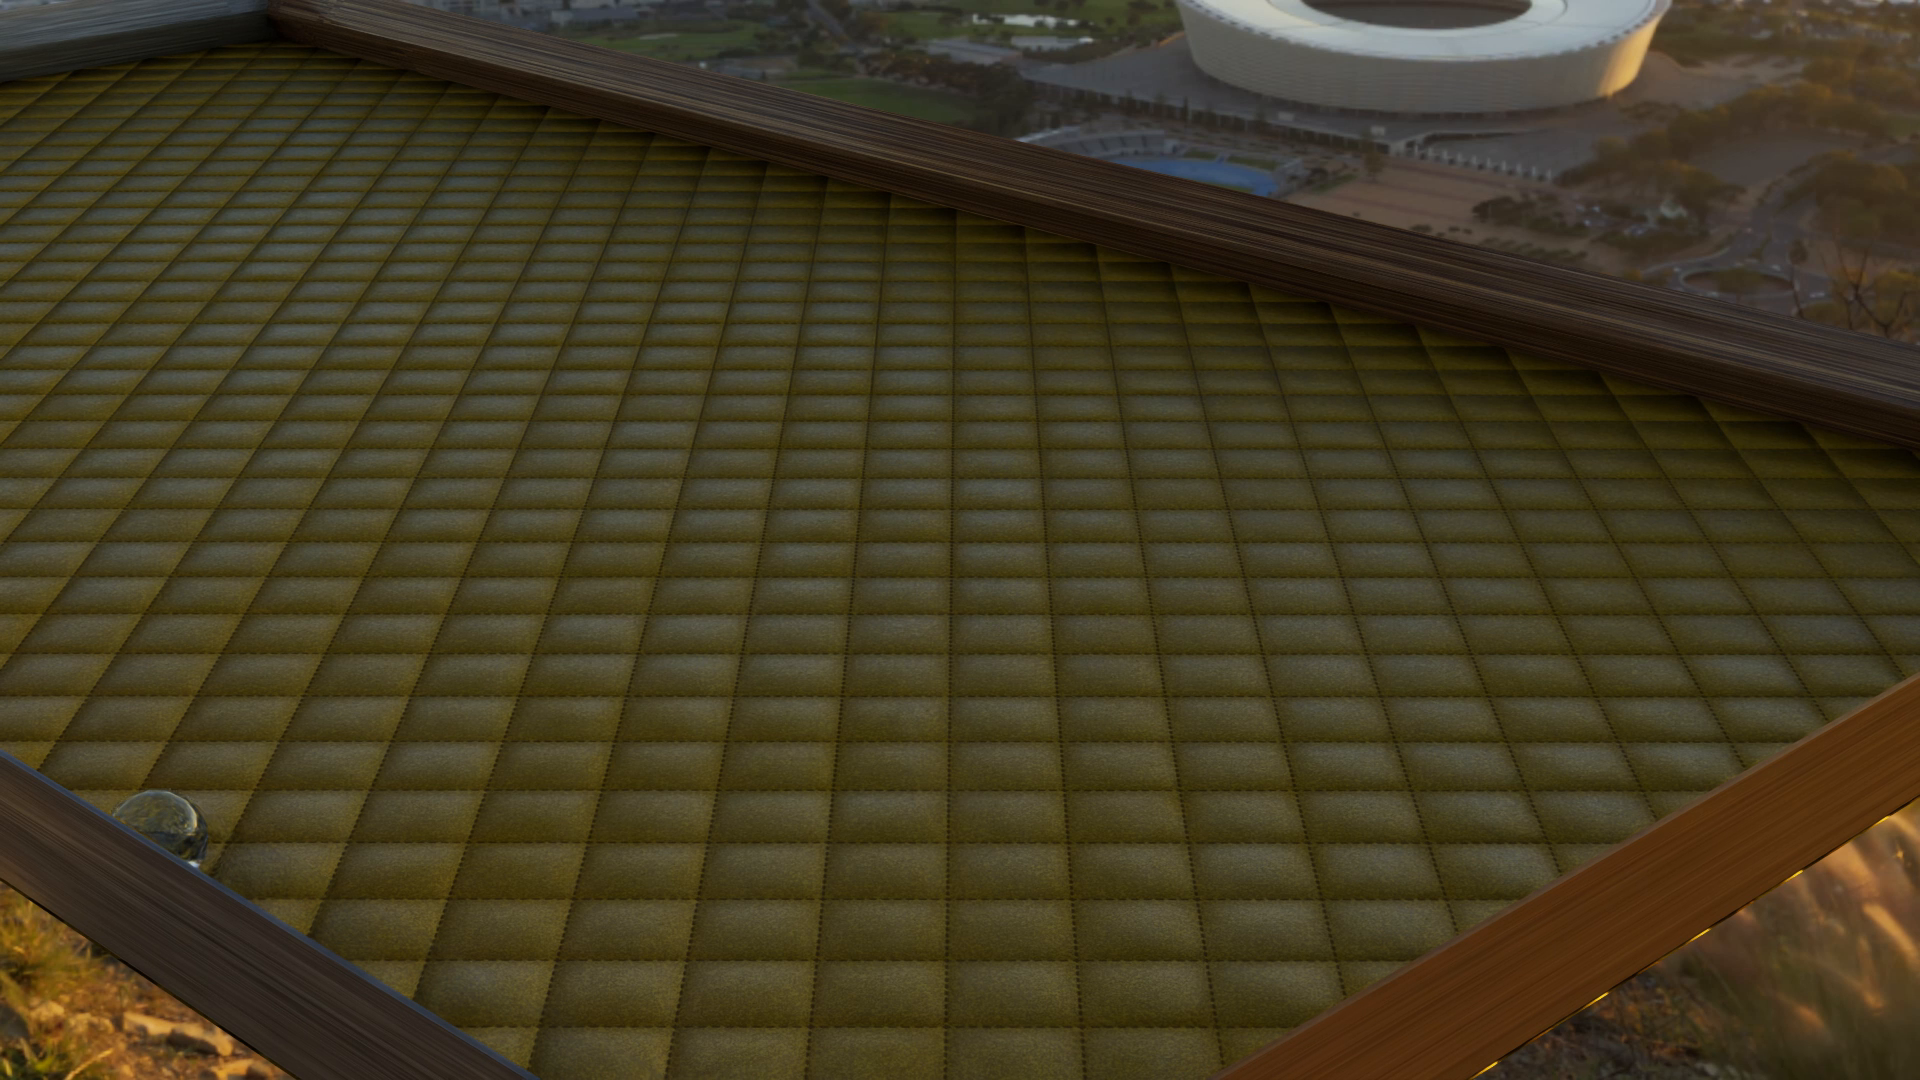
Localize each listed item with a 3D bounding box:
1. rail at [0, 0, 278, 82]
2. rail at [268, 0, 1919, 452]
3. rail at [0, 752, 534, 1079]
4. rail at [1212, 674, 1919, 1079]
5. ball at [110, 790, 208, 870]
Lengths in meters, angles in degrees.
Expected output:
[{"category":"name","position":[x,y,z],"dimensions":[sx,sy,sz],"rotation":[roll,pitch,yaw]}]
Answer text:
[{"category":"rail","position":[-1.787,-0.665,4.334],"dimensions":[1.837,0.109,0.045],"rotation":[-20,28,-41]},{"category":"rail","position":[0.032,-0.466,3.814],"dimensions":[0.045,0.109,3.406],"rotation":[-20,28,-41]},{"category":"rail","position":[-1.235,-0.015,2.634],"dimensions":[0.045,0.109,3.406],"rotation":[-20,28,-41]},{"category":"rail","position":[0.584,0.184,2.113],"dimensions":[1.837,0.109,0.045],"rotation":[-20,28,-41]},{"category":"ball","position":[-0.572,0.213,2.092],"dimensions":[0.072,0.072,0.072],"rotation":[0,21,0]}]
